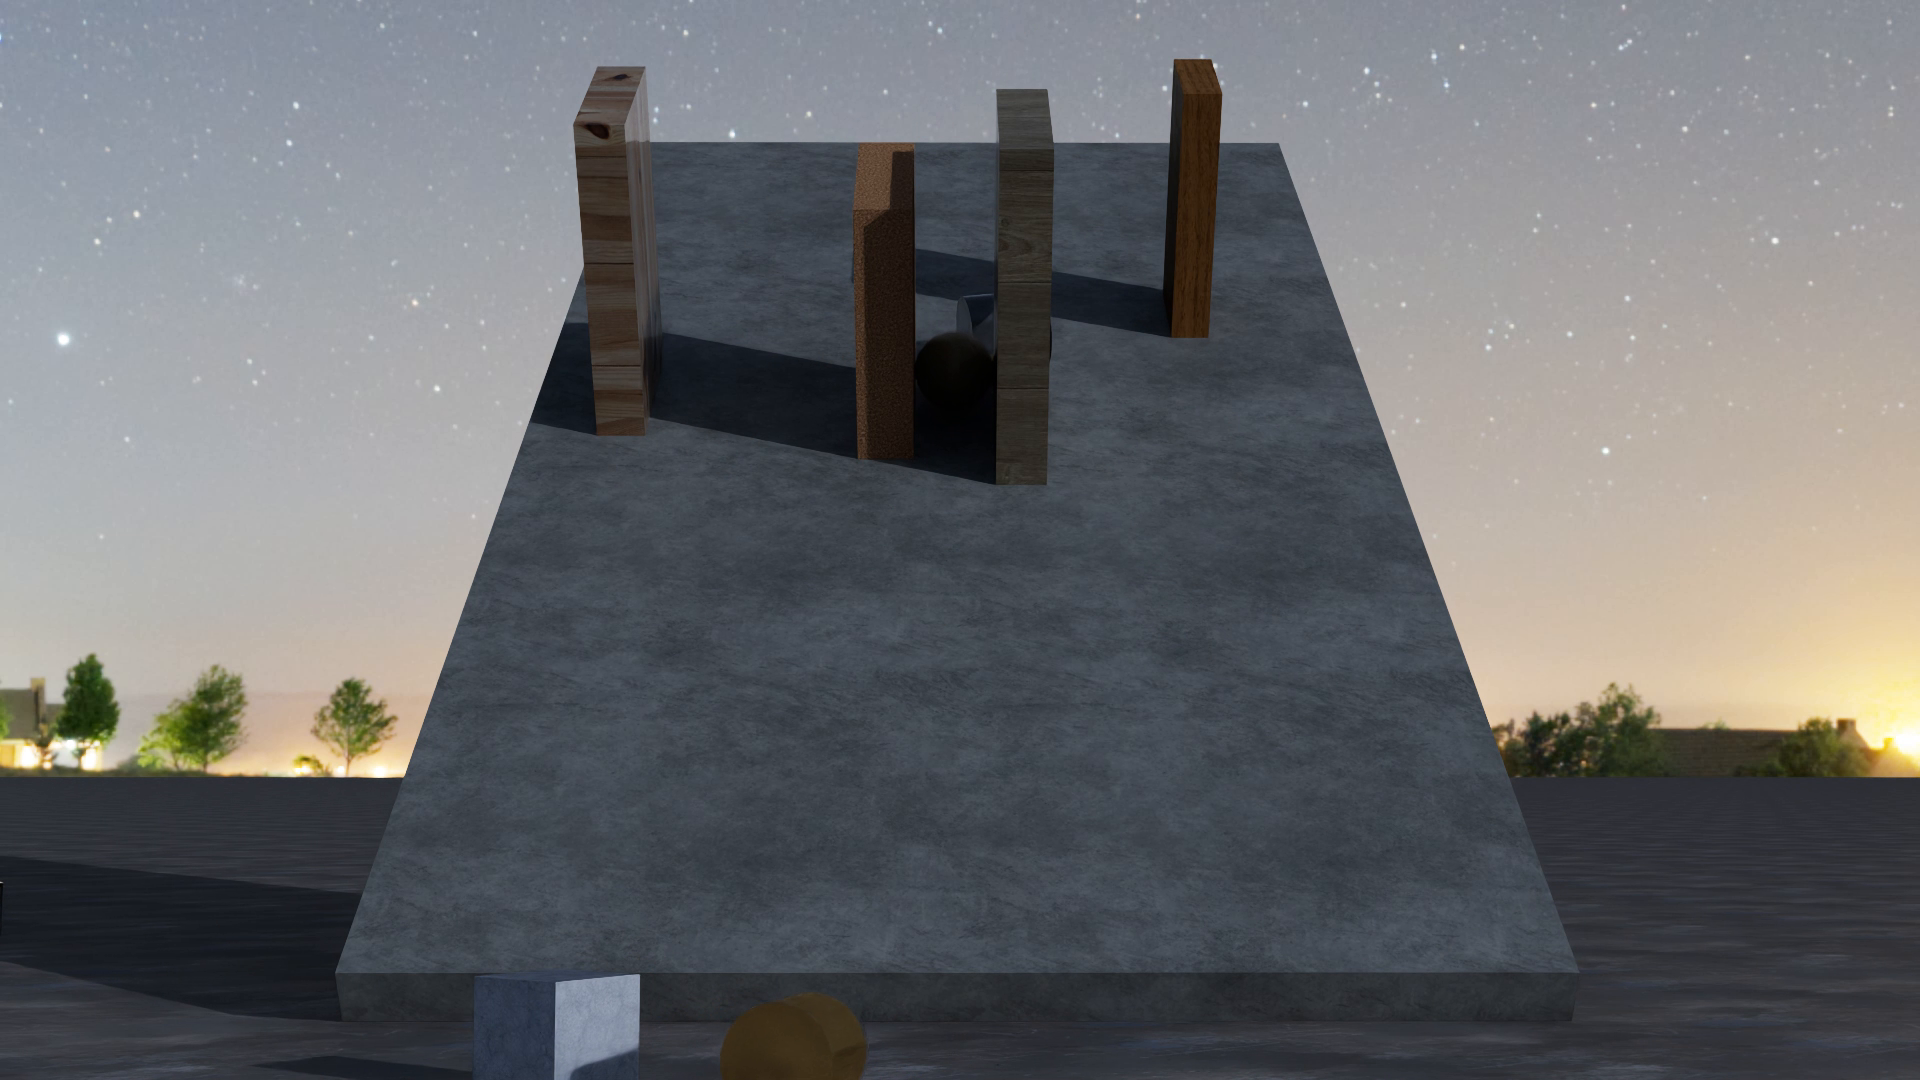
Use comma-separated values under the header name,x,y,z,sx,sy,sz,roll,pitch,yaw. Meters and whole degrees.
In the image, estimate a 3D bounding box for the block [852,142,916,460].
name,x,y,z,sx,sy,sz,roll,pitch,yaw
block,-0.169,-0.553,5.505,0.128,0.603,0.433,0,29,0

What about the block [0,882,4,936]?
name,x,y,z,sx,sy,sz,roll,pitch,yaw
block,-2.455,0.915,5.939,0.130,0.130,0.130,3,-6,-31

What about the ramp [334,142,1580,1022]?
name,x,y,z,sx,sy,sz,roll,pitch,yaw
ramp,-0.012,-0.219,5.628,2.000,0.100,4.000,0,29,0

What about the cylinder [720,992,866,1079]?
name,x,y,z,sx,sy,sz,roll,pitch,yaw
cylinder,-0.197,0.613,2.846,0.138,0.138,0.138,-1,-6,14

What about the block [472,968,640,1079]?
name,x,y,z,sx,sy,sz,roll,pitch,yaw
block,-0.512,0.627,3.043,0.147,0.147,0.147,-4,-7,36

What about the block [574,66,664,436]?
name,x,y,z,sx,sy,sz,roll,pitch,yaw
block,-0.786,-0.671,5.563,0.112,0.751,0.415,0,29,0

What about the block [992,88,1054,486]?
name,x,y,z,sx,sy,sz,roll,pitch,yaw
block,0.137,-0.562,5.335,0.114,0.784,0.399,0,29,0

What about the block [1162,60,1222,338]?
name,x,y,z,sx,sy,sz,roll,pitch,yaw
block,0.582,-0.858,6.032,0.094,0.638,0.277,0,29,0

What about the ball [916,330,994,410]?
name,x,y,z,sx,sy,sz,roll,pitch,yaw
ball,-0.014,-0.402,5.659,0.185,0.185,0.185,0,-6,0

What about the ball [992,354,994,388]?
name,x,y,z,sx,sy,sz,roll,pitch,yaw
ball,0.132,-0.405,5.724,0.135,0.135,0.135,0,-6,0

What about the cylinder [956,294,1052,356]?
name,x,y,z,sx,sy,sz,roll,pitch,yaw
cylinder,0.106,-0.507,5.850,0.194,0.194,0.194,-6,-4,-11
